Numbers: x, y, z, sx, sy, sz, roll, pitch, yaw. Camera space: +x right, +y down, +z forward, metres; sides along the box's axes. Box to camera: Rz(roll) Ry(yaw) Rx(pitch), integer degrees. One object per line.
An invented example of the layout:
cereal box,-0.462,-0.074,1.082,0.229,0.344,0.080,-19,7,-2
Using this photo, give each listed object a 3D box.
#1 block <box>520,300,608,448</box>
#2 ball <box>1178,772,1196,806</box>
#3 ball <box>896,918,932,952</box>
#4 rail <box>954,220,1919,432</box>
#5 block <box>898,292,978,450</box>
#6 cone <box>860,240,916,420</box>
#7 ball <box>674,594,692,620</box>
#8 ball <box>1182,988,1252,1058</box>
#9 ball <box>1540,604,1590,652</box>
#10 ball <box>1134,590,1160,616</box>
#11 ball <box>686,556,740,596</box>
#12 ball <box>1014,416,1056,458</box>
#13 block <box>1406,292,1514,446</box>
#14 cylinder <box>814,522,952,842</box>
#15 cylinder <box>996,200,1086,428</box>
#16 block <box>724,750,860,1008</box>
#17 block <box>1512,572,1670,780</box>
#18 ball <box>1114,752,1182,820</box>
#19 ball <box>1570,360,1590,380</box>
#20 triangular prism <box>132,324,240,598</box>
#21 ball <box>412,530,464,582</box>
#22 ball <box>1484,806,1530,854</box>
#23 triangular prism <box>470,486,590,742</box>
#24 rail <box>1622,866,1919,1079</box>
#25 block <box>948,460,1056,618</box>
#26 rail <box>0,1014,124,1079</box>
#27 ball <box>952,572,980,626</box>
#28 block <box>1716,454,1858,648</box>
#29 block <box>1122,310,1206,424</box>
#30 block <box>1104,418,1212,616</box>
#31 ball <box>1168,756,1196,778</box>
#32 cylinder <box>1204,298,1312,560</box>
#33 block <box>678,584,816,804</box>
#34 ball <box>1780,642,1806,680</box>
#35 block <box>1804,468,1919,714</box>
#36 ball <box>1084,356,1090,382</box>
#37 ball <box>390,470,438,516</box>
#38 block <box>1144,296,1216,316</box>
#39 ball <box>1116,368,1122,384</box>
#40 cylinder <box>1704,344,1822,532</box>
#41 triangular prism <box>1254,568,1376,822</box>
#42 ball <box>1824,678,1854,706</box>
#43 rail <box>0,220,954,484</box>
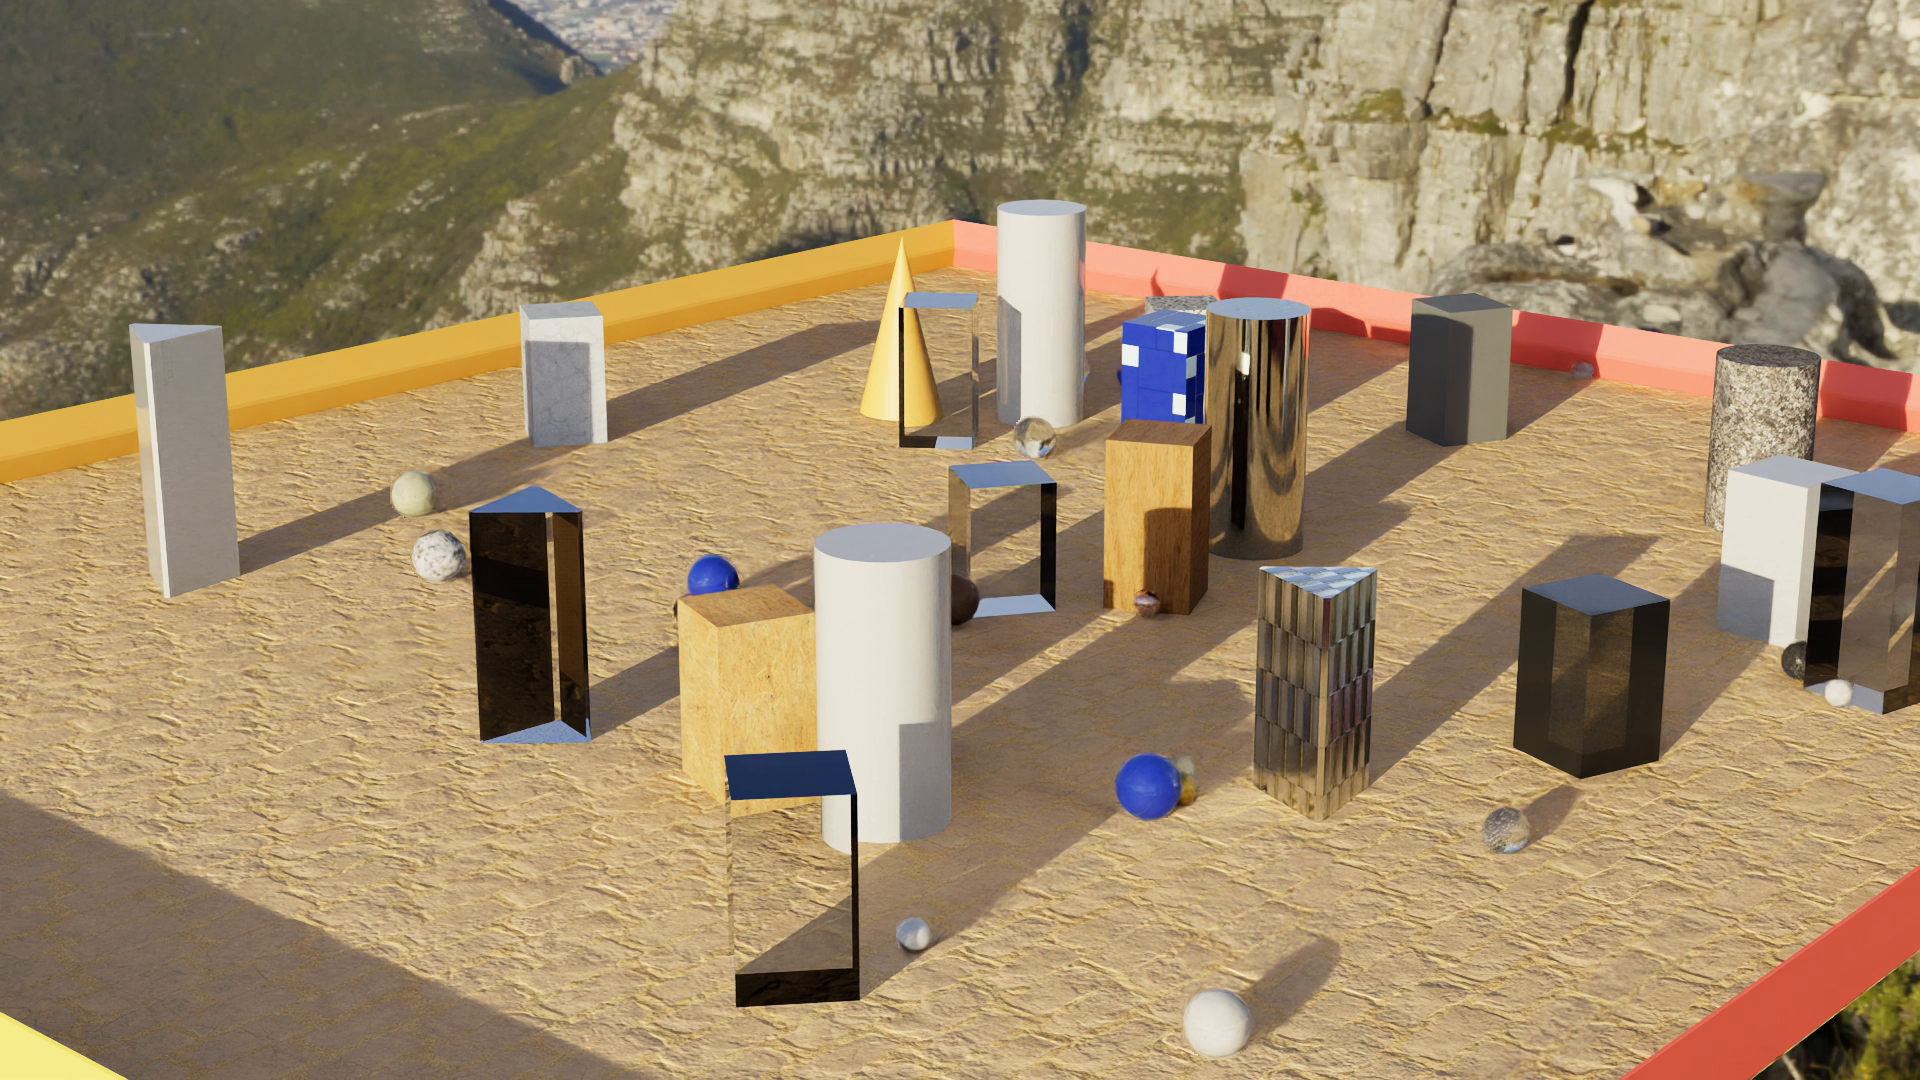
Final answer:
block,-0.828,-0.348,6.122,0.151,0.270,0.151,-5,17,-15
ball,0.314,0.355,4.183,0.047,0.047,0.047,0,17,0
ball,-0.058,0.499,3.711,0.044,0.044,0.044,0,17,0
rail,1.395,-0.434,6.659,3.787,0.123,0.045,14,22,39
block,-0.043,-0.353,6.094,0.151,0.296,0.151,2,17,5
cone,-0.124,-0.466,6.319,0.189,0.383,0.189,0,17,0
ball,-0.460,0.118,4.958,0.052,0.052,0.052,0,17,0
ball,0.301,0.565,3.429,0.081,0.081,0.081,0,17,0
ball,0.995,0.144,4.820,0.081,0.081,0.081,0,17,0
ball,0.320,0.109,5.003,0.044,0.044,0.044,0,17,0
ball,-0.425,0.072,5.043,0.090,0.090,0.090,0,17,0
ball,0.152,-0.209,5.984,0.085,0.085,0.085,0,17,0
block,1.043,-0.357,6.129,0.151,0.283,0.151,-7,18,-21
cylinder,-0.106,0.197,4.084,0.189,0.405,0.189,0,17,0
cylinder,0.173,-0.483,6.249,0.189,0.455,0.189,0,17,0
block,-0.207,0.414,3.602,0.151,0.270,0.151,-2,17,-7
block,0.934,0.199,4.343,0.151,0.252,0.151,-9,19,-28
ball,0.266,0.346,4.129,0.094,0.094,0.094,0,17,0
ball,1.404,-0.384,6.632,0.044,0.044,0.044,0,17,0
triangular prism,-1.389,-0.148,5.142,0.142,0.454,0.164,12,21,35
ball,-0.923,0.028,5.185,0.093,0.093,0.093,0,17,0
ball,0.748,0.397,4.015,0.063,0.063,0.063,0,17,0
triangular prism,-0.643,0.111,4.443,0.164,0.362,0.142,0,17,-1
rail,1.412,0.385,3.947,0.045,0.123,4.304,14,22,39
block,0.072,-0.004,5.054,0.151,0.229,0.151,-4,17,-14
rail,-1.395,0.496,3.582,3.787,0.123,0.045,14,22,39
ball,-0.011,0.100,4.954,0.089,0.089,0.089,0,17,0
block,1.381,0.018,4.899,0.151,0.277,0.151,-14,22,-40
block,0.431,-0.299,5.915,0.151,0.296,0.151,12,21,34
block,0.341,-0.041,5.057,0.151,0.299,0.151,5,18,16
ball,0.316,0.336,4.242,0.049,0.049,0.049,0,17,0
cylinder,0.537,-0.204,5.341,0.189,0.446,0.189,0,17,0
block,-0.307,0.221,4.246,0.151,0.266,0.151,-8,19,-26
ball,1.346,0.193,4.691,0.063,0.063,0.063,0,17,0
block,1.445,0.078,4.593,0.151,0.339,0.151,-12,20,-34
ball,0.242,-0.382,6.544,0.091,0.091,0.091,0,17,0
ball,-1.038,-0.088,5.577,0.088,0.088,0.088,0,17,0
block,0.486,-0.404,6.382,0.151,0.228,0.151,-1,17,-4
ball,0.372,-0.367,6.582,0.041,0.041,0.041,0,17,0
cylinder,1.501,-0.186,5.489,0.189,0.327,0.189,0,17,0
triangular prism,0.487,0.208,4.177,0.142,0.331,0.164,10,20,30
ball,1.371,0.238,4.573,0.044,0.044,0.044,0,17,0
rail,-1.412,-0.324,6.294,0.045,0.123,4.304,14,22,39
